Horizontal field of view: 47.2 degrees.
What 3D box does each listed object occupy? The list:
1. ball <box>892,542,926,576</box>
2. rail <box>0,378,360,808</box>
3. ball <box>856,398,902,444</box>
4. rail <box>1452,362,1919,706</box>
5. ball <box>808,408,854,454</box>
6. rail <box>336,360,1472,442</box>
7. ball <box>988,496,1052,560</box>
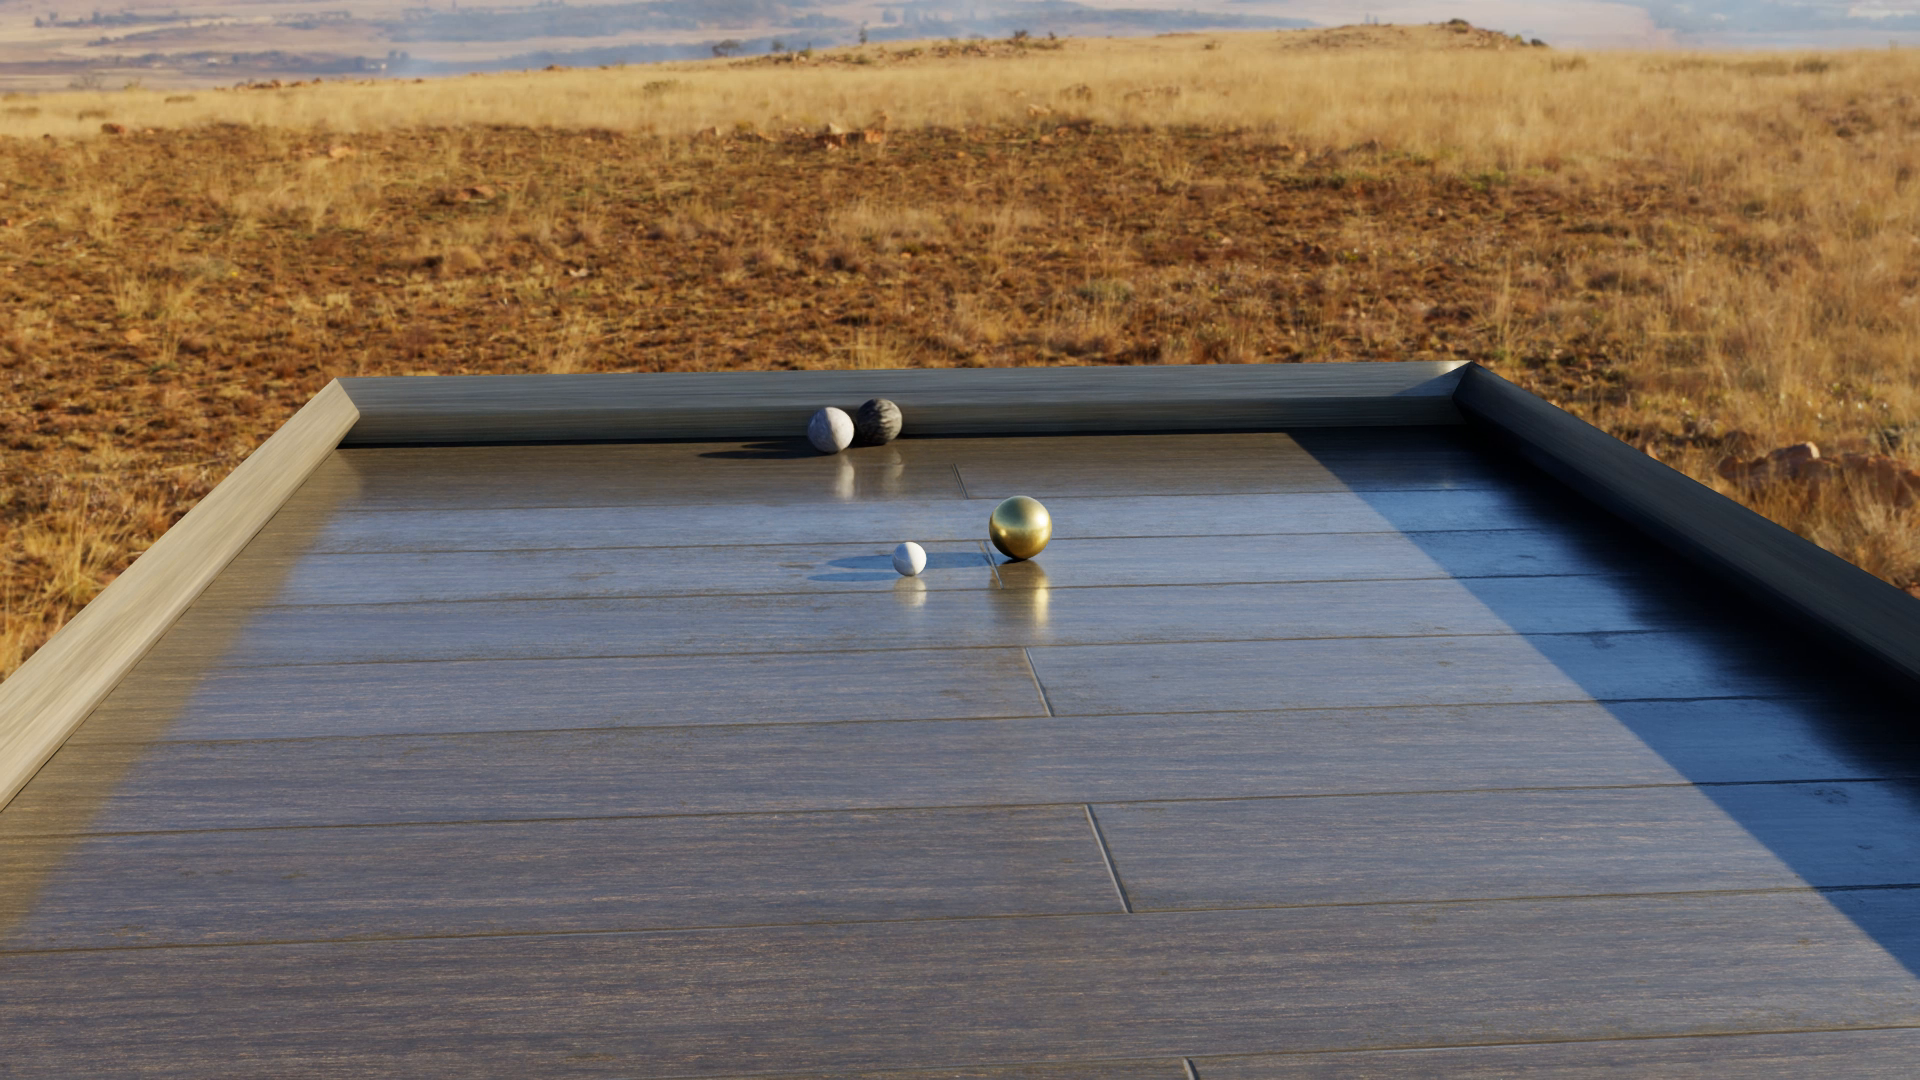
[{"bbox_3d":[-0.065,0.025,2.824,0.044,0.044,0.044,0,14,0],"label":"ball"},{"bbox_3d":[-0.856,0.212,1.945,0.045,0.109,3.494,-1,14,-5],"label":"rail"},{"bbox_3d":[-0.133,-0.196,3.631,0.076,0.076,0.076,0,14,0],"label":"ball"},{"bbox_3d":[1.006,0.173,2.101,0.045,0.109,3.494,-1,14,-5],"label":"rail"},{"bbox_3d":[-0.209,-0.178,3.562,0.074,0.074,0.074,0,14,0],"label":"ball"},{"bbox_3d":[-0.073,-0.229,3.688,1.916,0.109,0.045,-1,14,-5],"label":"rail"},{"bbox_3d":[0.080,-0.016,2.904,0.084,0.084,0.084,0,14,0],"label":"ball"}]
